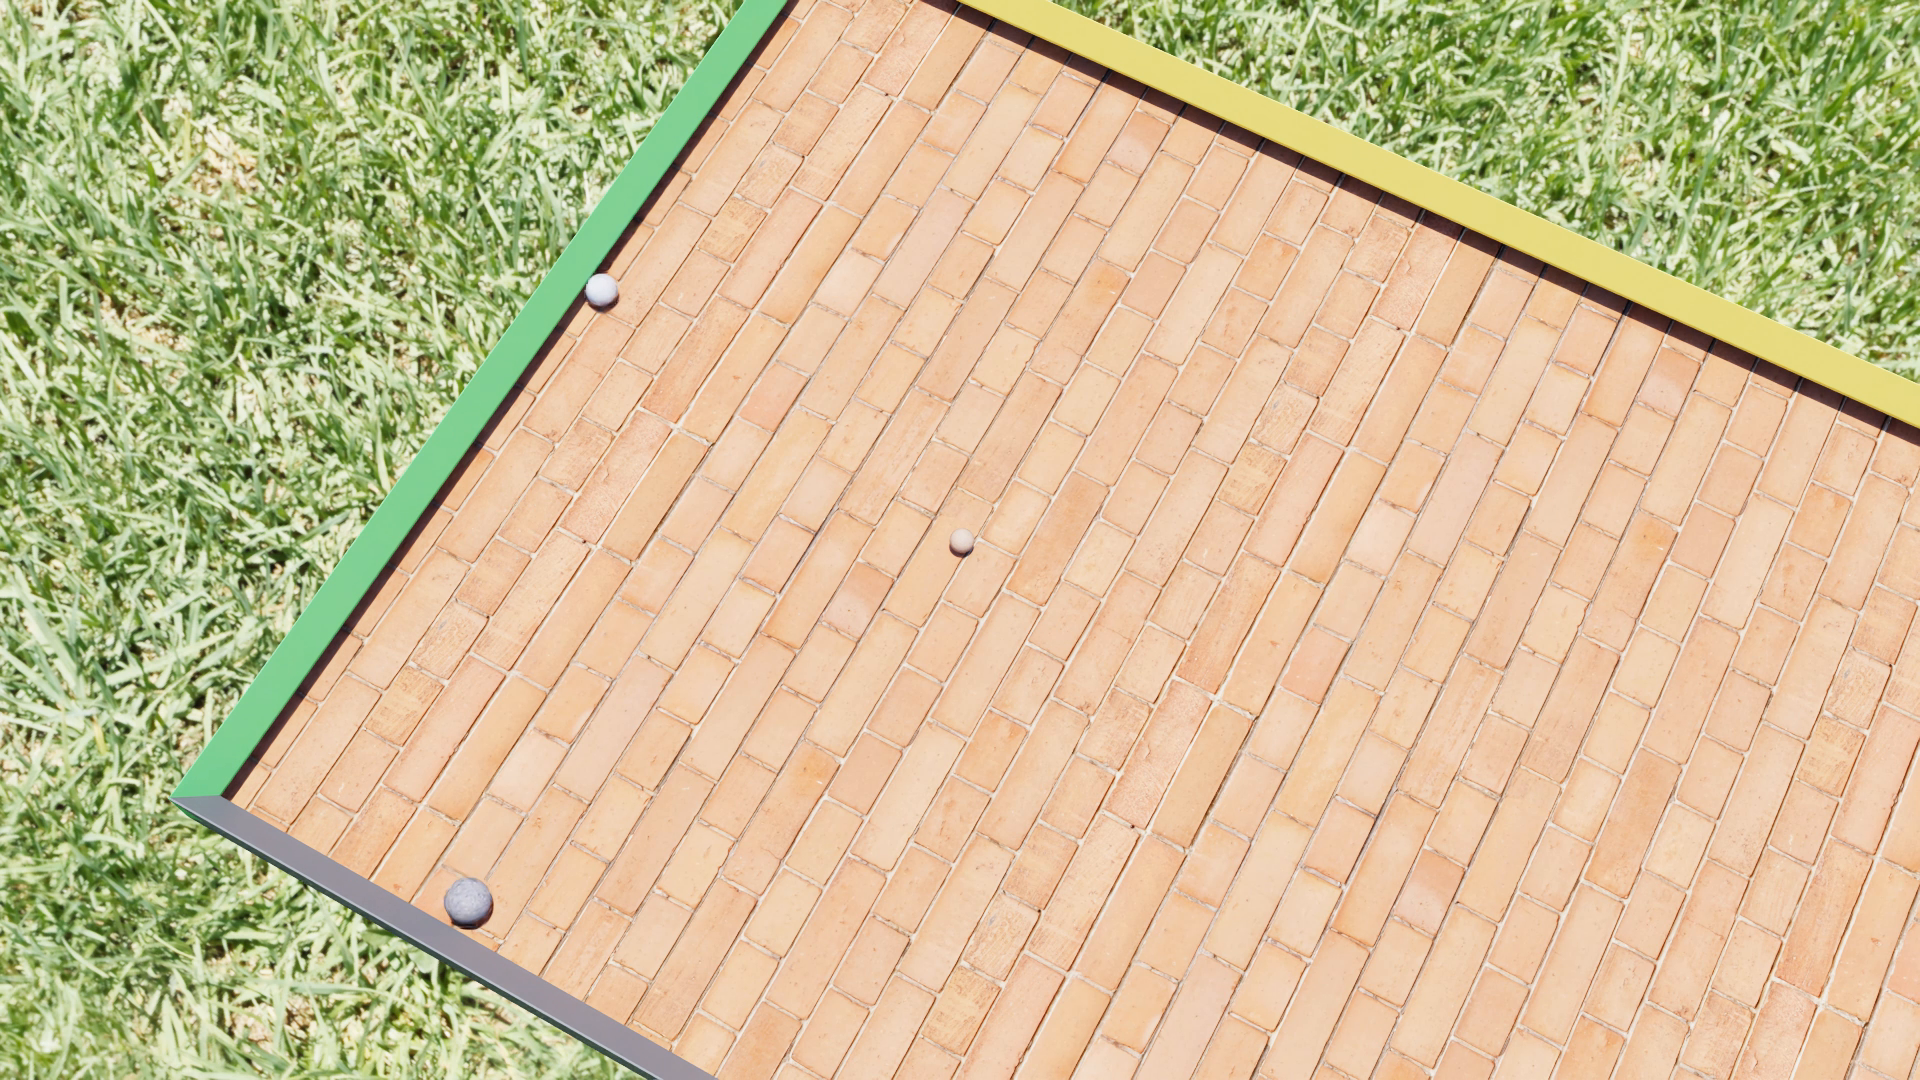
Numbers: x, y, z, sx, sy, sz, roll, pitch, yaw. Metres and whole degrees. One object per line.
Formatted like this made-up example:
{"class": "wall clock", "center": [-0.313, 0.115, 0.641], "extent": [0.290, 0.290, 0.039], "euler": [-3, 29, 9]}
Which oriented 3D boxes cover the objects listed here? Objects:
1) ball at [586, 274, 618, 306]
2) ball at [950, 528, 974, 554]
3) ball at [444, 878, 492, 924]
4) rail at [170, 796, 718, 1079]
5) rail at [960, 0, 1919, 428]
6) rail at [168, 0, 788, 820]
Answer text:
{"class": "ball", "center": [-0.610, -0.425, 3.742], "extent": [0.055, 0.055, 0.055], "euler": [0, 66, 0]}
{"class": "ball", "center": [0.003, 0.001, 3.559], "extent": [0.041, 0.041, 0.041], "euler": [0, 66, 0]}
{"class": "ball", "center": [-0.739, 0.541, 3.301], "extent": [0.069, 0.069, 0.069], "euler": [0, 66, 0]}
{"class": "rail", "center": [0.270, 1.113, 3.033], "extent": [3.307, 0.090, 0.045], "euler": [27, 69, 11]}
{"class": "rail", "center": [1.181, -0.406, 3.713], "extent": [3.307, 0.090, 0.045], "euler": [27, 69, 11]}
{"class": "rail", "center": [-0.704, -0.361, 3.693], "extent": [0.045, 0.090, 1.944], "euler": [27, 69, 11]}
